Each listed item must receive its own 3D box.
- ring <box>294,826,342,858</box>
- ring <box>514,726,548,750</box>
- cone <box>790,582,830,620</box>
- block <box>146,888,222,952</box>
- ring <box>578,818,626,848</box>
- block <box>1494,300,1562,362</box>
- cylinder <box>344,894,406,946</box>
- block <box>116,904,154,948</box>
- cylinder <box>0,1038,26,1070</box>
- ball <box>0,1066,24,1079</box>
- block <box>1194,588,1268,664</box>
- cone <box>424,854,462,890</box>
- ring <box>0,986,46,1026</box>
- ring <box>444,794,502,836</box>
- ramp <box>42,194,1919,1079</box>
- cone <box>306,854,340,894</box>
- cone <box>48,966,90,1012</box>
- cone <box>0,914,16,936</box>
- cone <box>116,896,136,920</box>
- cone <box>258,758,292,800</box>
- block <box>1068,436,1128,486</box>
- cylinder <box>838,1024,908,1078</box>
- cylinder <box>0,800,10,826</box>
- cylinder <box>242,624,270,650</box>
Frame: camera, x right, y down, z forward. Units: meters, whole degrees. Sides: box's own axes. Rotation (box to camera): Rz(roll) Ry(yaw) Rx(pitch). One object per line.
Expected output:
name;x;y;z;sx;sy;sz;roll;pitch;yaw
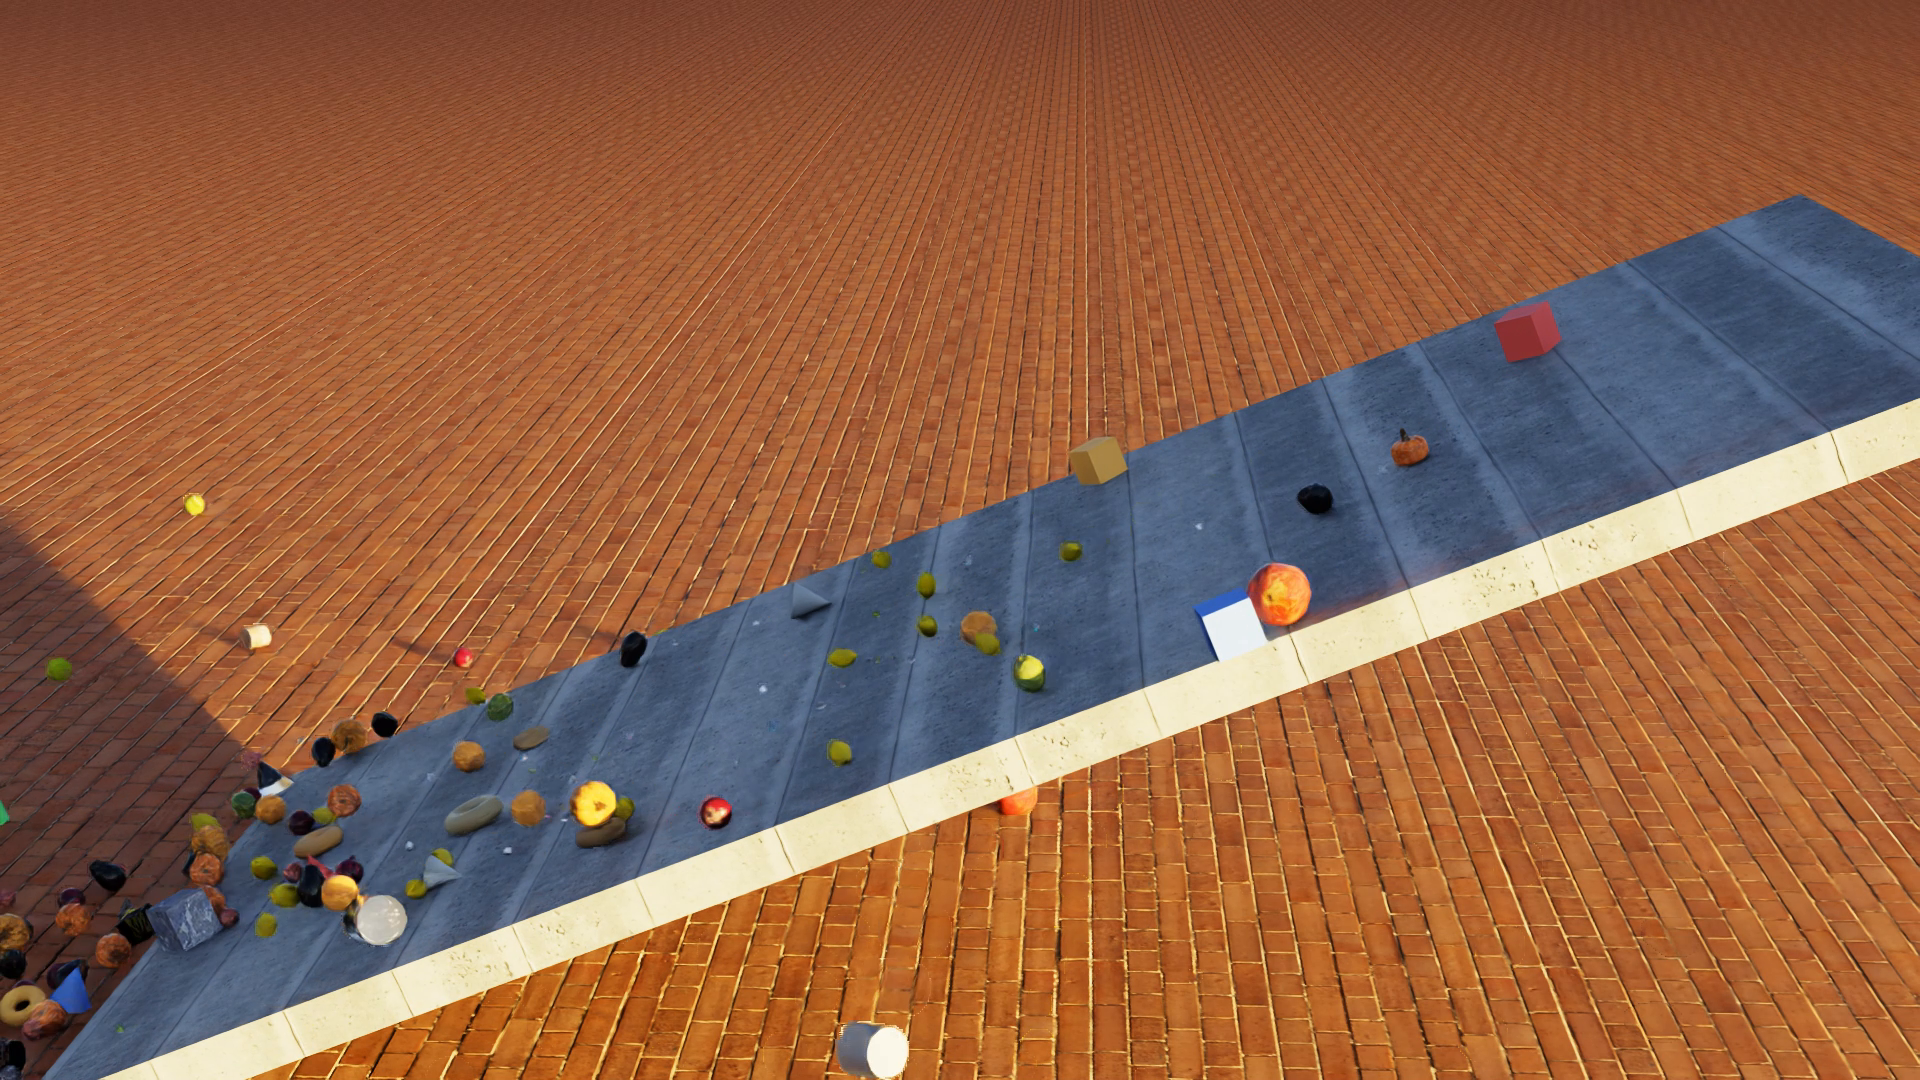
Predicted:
ring;-1.438;0.677;6.593;0.117;0.039;0.117;-22;11;4
ring;-0.987;0.455;6.763;0.088;0.029;0.088;-21;13;5
cone;-0.349;0.146;6.924;0.092;0.092;0.092;4;14;-5
block;-1.652;0.809;6.260;0.098;0.098;0.098;-9;18;48
ring;-0.699;0.570;5.728;0.098;0.033;0.098;-18;9;3
block;1.261;-0.463;6.533;0.094;0.094;0.094;-12;16;40
cylinder;-1.120;0.726;5.631;0.096;0.096;0.096;-7;-1;-27
block;-1.812;0.851;6.495;0.060;0.060;0.060;-27;12;21
cylinder;-1.943;1.043;5.924;0.083;0.083;0.083;5;15;21
ball;-1.895;1.074;5.869;0.050;0.050;0.050;0;14;0
block;0.484;0.152;5.269;0.091;0.091;0.091;-23;12;-1
cone;-1.031;0.670;5.899;0.072;0.072;0.072;6;14;5
ring;-1.977;0.982;6.200;0.100;0.033;0.100;-6;45;6
ring;-1.034;0.585;6.249;0.134;0.045;0.134;-23;12;5
ramp;0.124;0.173;6.290;4.000;0.100;2.000;-21;12;7
cone;-1.376;0.703;6.278;0.075;0.075;0.075;-22;12;5
cone;-1.887;0.945;6.260;0.090;0.090;0.090;15;12;-3
cone;-2.184;0.876;6.679;0.099;0.099;0.099;10;-10;34
cone;-1.922;0.846;6.788;0.051;0.051;0.051;0;14;0
cone;-1.741;0.588;7.389;0.095;0.095;0.095;-24;12;5
block;0.330;-0.189;7.044;0.087;0.087;0.087;-29;14;-28
cylinder;-0.152;0.887;5.109;0.087;0.087;0.087;-12;5;-39
cylinder;-2.424;0.687;7.382;0.057;0.057;0.057;-20;13;5
cylinder;-2.148;0.296;8.974;0.065;0.065;0.065;-13;19;-38
